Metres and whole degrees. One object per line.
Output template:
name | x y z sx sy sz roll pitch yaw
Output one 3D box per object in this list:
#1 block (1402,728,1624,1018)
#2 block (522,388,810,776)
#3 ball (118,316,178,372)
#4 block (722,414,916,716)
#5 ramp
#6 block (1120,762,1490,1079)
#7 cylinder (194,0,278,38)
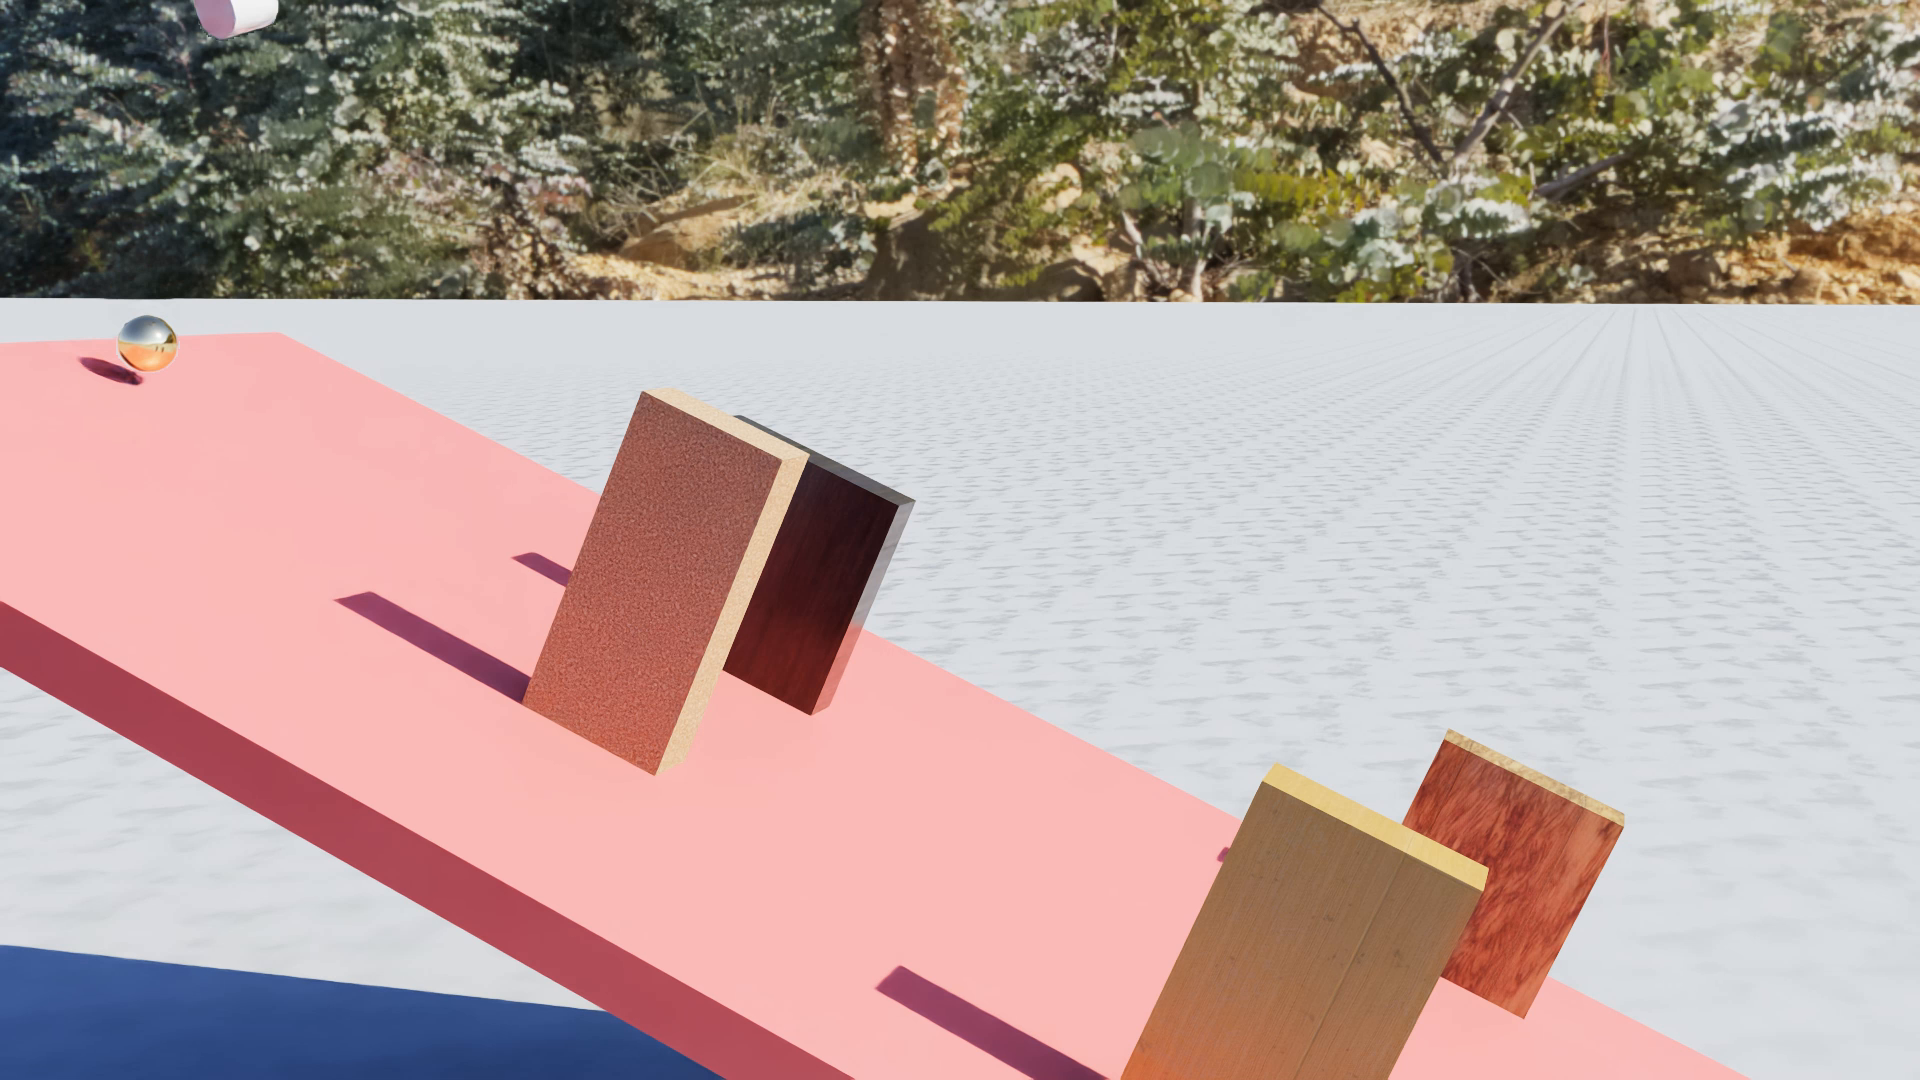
block | 1.082 0.684 4.524 0.389 0.453 0.114 26 13 13
block | -0.521 0.072 3.871 0.282 0.614 0.126 26 13 13
ball | -1.736 -0.419 4.698 0.120 0.120 0.120 0 7 0
block | -0.378 0.049 4.508 0.417 0.475 0.108 26 13 13
ramp | -0.284 0.493 4.182 4.000 0.100 2.000 26 13 13
block | 0.494 0.676 3.268 0.345 0.584 0.127 26 13 13
cylinder | -1.571 -1.163 4.776 0.122 0.122 0.122 4 26 32
